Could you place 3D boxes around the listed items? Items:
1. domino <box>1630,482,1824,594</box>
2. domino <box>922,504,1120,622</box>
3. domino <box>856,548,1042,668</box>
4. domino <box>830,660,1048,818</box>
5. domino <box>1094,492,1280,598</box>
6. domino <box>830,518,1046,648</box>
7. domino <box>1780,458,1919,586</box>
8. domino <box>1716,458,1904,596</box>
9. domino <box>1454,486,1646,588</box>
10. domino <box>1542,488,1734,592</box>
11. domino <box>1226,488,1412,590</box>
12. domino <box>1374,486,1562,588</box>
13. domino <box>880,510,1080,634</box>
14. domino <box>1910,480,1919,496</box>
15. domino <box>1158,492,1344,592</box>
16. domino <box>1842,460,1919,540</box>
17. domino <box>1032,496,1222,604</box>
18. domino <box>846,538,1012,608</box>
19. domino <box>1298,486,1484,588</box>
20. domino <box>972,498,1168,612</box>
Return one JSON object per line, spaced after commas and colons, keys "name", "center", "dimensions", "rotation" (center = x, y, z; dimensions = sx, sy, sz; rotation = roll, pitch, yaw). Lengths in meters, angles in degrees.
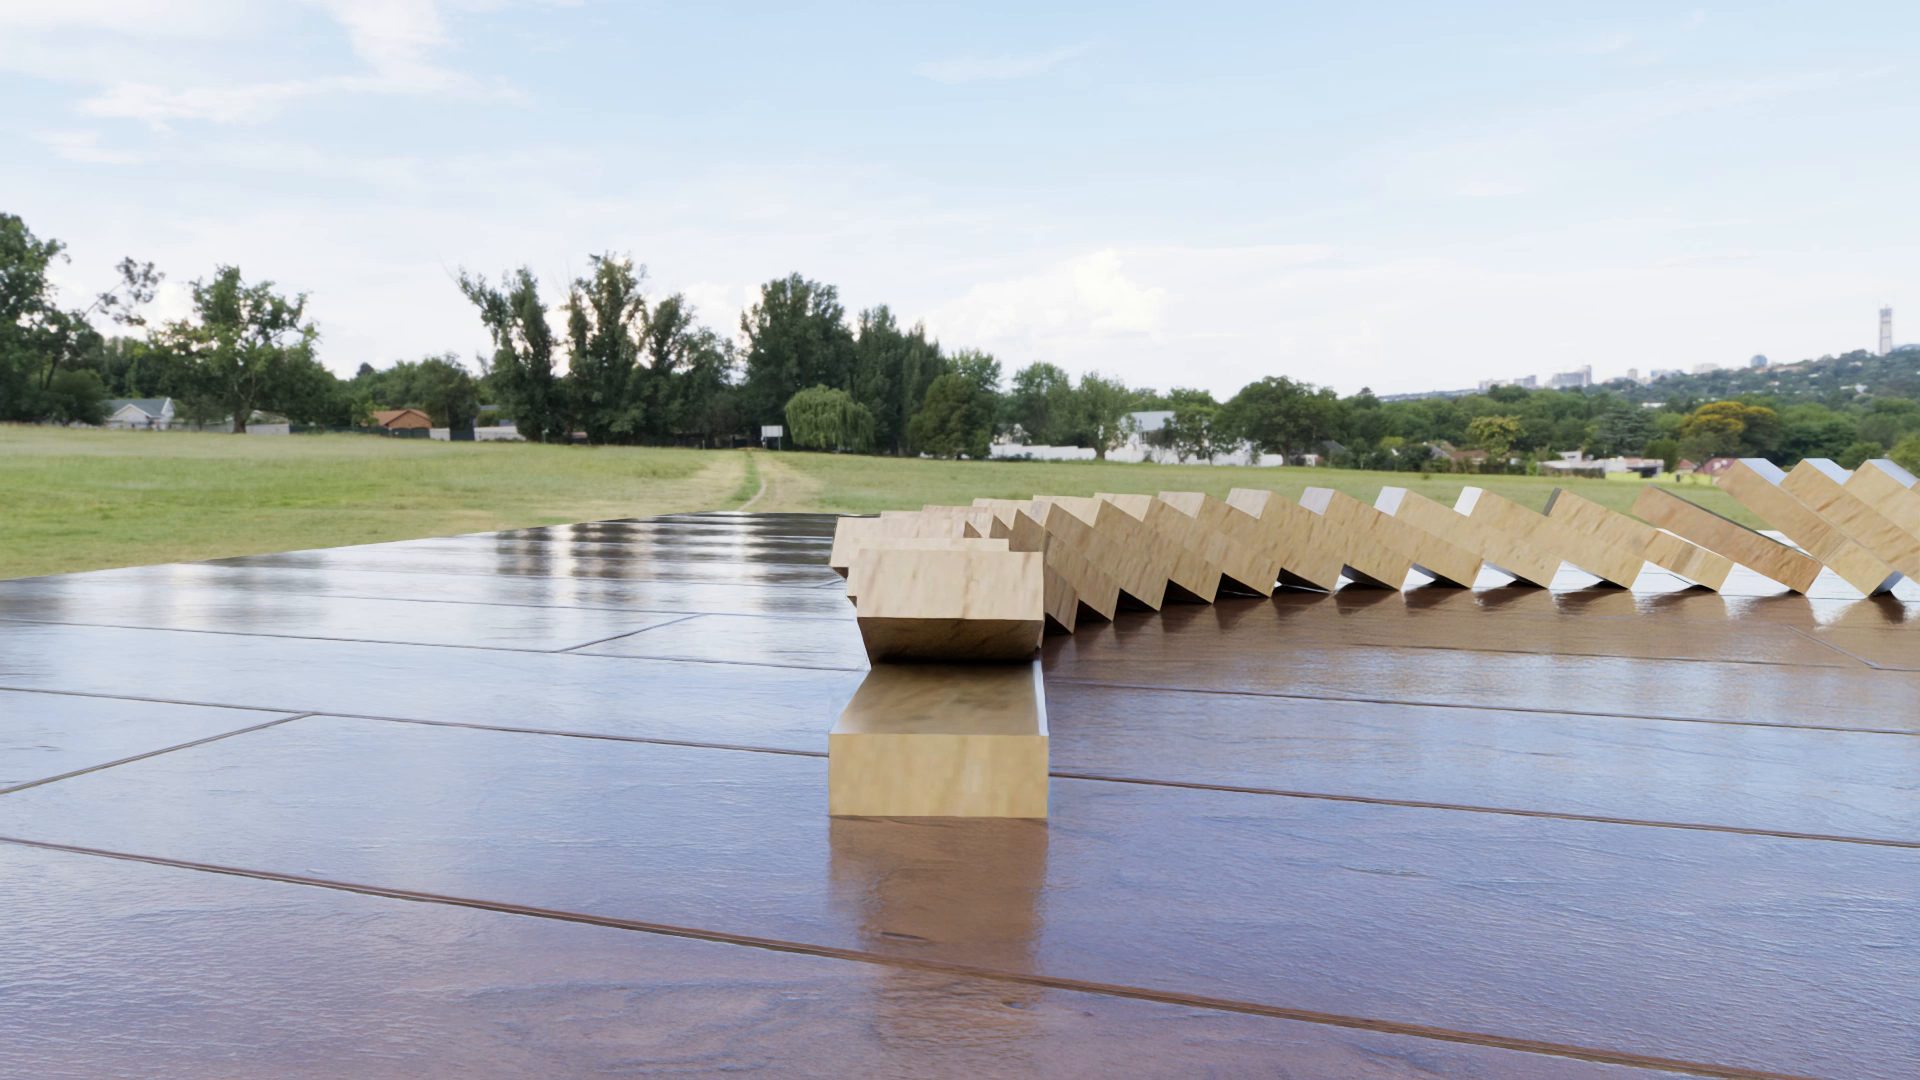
{"name": "domino", "center": [0.227, -0.001, 0.382], "dimensions": [0.050, 0.009, 0.025], "rotation": [31, 18, 24]}
{"name": "domino", "center": [0.014, 0.006, 0.297], "dimensions": [0.025, 0.009, 0.050], "rotation": [3, -19, 36]}
{"name": "domino", "center": [-0.001, 0.014, 0.197], "dimensions": [0.025, 0.009, 0.050], "rotation": [1, -18, 0]}
{"name": "domino", "center": [-0.001, 0.025, 0.171], "dimensions": [0.025, 0.009, 0.050], "rotation": [0, 4, 3]}
{"name": "domino", "center": [0.062, 0.001, 0.354], "dimensions": [0.050, 0.010, 0.025], "rotation": [25, -9, -29]}
{"name": "domino", "center": [-0.003, 0.009, 0.250], "dimensions": [0.025, 0.009, 0.050], "rotation": [1, -20, 22]}
{"name": "domino", "center": [0.264, -0.004, 0.368], "dimensions": [0.025, 0.009, 0.050], "rotation": [-3, 43, -42]}
{"name": "domino", "center": [0.251, -0.005, 0.377], "dimensions": [0.025, 0.009, 0.050], "rotation": [-4, 43, -42]}
{"name": "domino", "center": [0.178, -0.001, 0.390], "dimensions": [0.050, 0.009, 0.025], "rotation": [25, 8, 7]}
{"name": "domino", "center": [0.203, -0.001, 0.388], "dimensions": [0.050, 0.010, 0.025], "rotation": [27, 13, 17]}
{"name": "domino", "center": [0.105, 0.000, 0.379], "dimensions": [0.050, 0.009, 0.025], "rotation": [24, -2, -14]}
{"name": "domino", "center": [0.153, -0.001, 0.390], "dimensions": [0.050, 0.010, 0.025], "rotation": [25, 5, 1]}
{"name": "domino", "center": [0.005, 0.008, 0.274], "dimensions": [0.025, 0.010, 0.050], "rotation": [2, -19, 27]}
{"name": "domino", "center": [0.284, -0.002, 0.343], "dimensions": [0.025, 0.010, 0.050], "rotation": [-4, 43, -42]}
{"name": "domino", "center": [0.082, 0.000, 0.369], "dimensions": [0.050, 0.009, 0.025], "rotation": [24, -5, -20]}
{"name": "domino", "center": [0.274, -0.003, 0.356], "dimensions": [0.025, 0.010, 0.050], "rotation": [-4, 43, -42]}
{"name": "domino", "center": [0.043, 0.003, 0.337], "dimensions": [0.050, 0.010, 0.025], "rotation": [27, -14, -37]}
{"name": "domino", "center": [-0.002, 0.012, 0.223], "dimensions": [0.025, 0.010, 0.050], "rotation": [1, -18, 7]}
{"name": "domino", "center": [0.129, -0.001, 0.387], "dimensions": [0.050, 0.010, 0.025], "rotation": [24, 2, -5]}
{"name": "domino", "center": [0.027, 0.004, 0.319], "dimensions": [0.025, 0.010, 0.050], "rotation": [4, -18, 45]}
